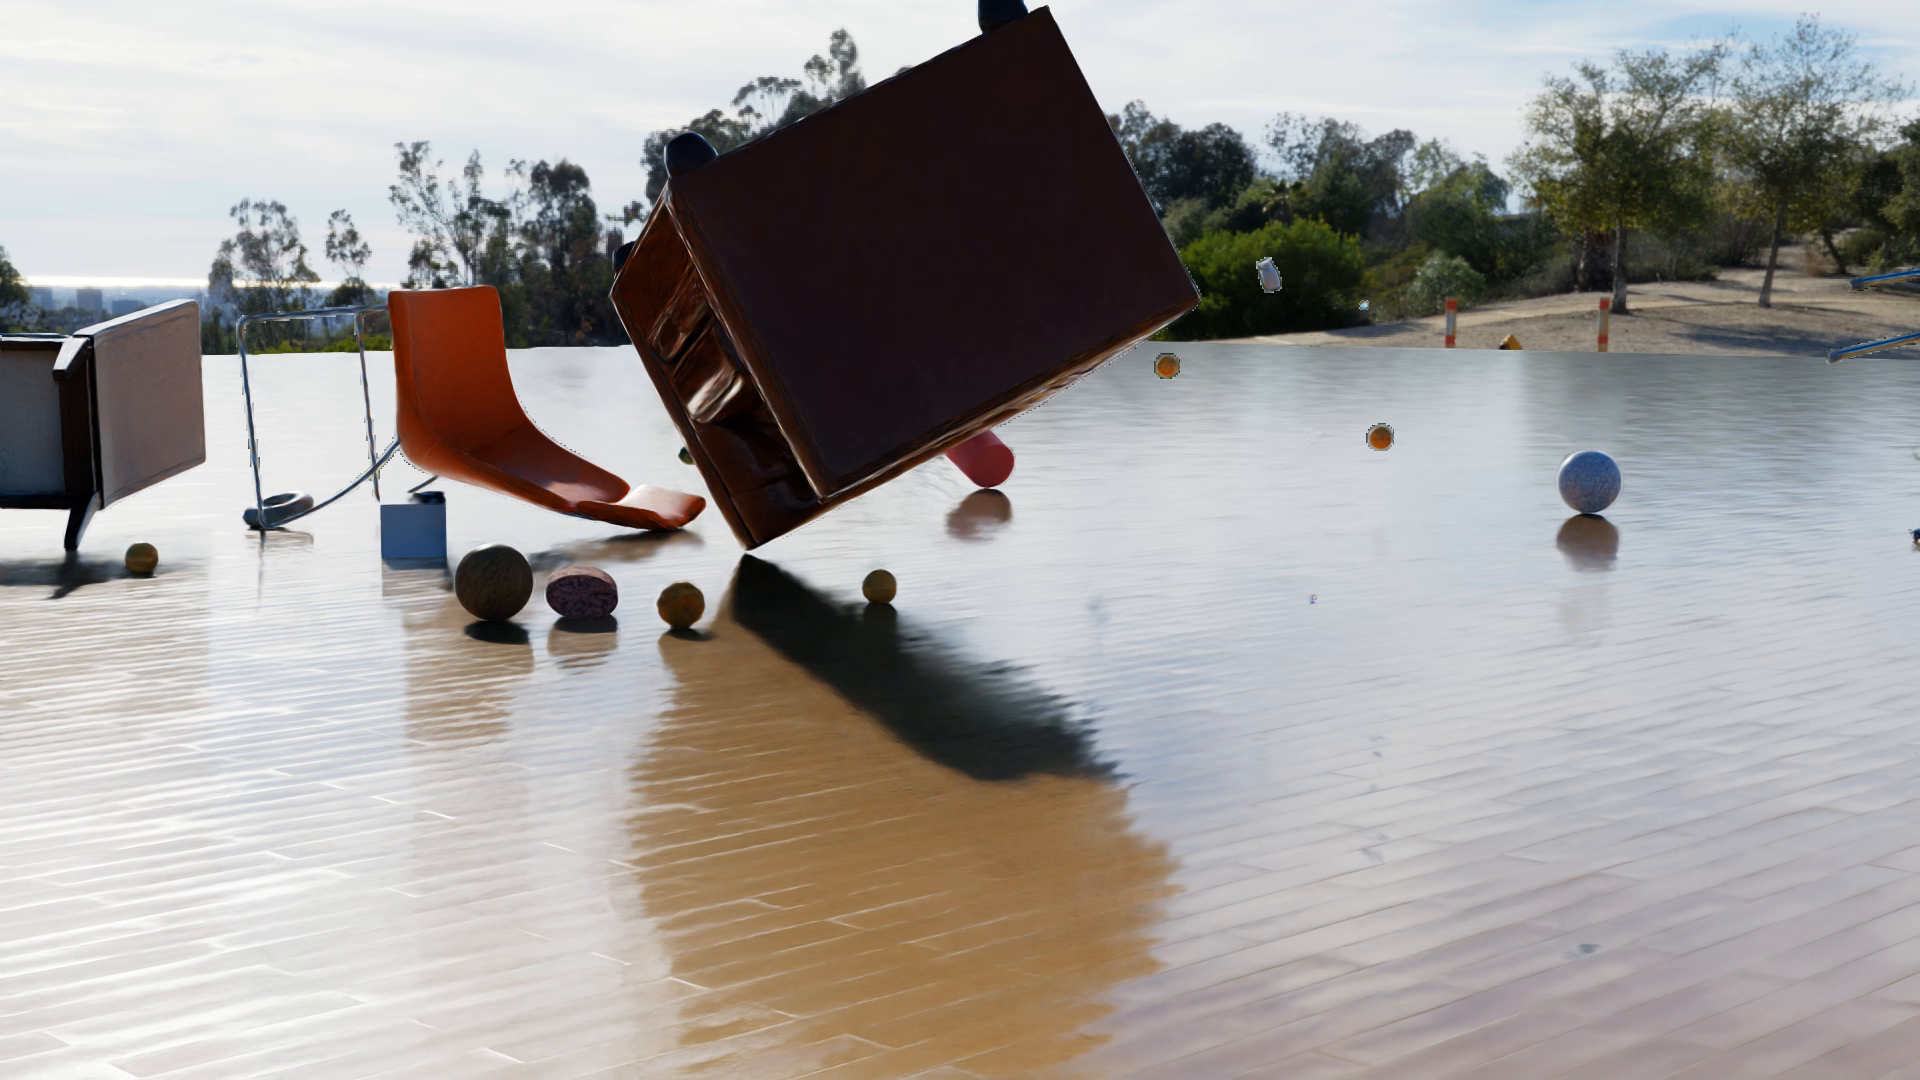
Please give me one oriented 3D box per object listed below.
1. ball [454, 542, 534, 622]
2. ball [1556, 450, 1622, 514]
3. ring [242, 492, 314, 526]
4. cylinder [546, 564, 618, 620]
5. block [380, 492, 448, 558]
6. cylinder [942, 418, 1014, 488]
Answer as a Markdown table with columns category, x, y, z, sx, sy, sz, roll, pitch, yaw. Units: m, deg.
| category | x | y | z | sx | sy | sz | roll | pitch | yaw |
| --- | --- | --- | --- | --- | --- | --- | --- | --- | --- |
| ball | -0.891 | 0.080 | 4.903 | 0.150 | 0.150 | 0.150 | 0 | 6 | 0 |
| ball | 1.748 | -0.163 | 7.127 | 0.177 | 0.177 | 0.177 | 0 | 6 | 0 |
| ring | -1.811 | -0.082 | 6.821 | 0.131 | 0.052 | 0.226 | 10 | 21 | 29 |
| cylinder | -0.735 | 0.102 | 4.990 | 0.138 | 0.088 | 0.163 | 6 | 5 | -9 |
| block | -1.316 | -0.039 | 6.179 | 0.152 | 0.126 | 0.340 | -1 | 6 | -12 |
| cylinder | 0.057 | -0.272 | 8.018 | 0.158 | 0.152 | 0.190 | 15 | 19 | -35 |
